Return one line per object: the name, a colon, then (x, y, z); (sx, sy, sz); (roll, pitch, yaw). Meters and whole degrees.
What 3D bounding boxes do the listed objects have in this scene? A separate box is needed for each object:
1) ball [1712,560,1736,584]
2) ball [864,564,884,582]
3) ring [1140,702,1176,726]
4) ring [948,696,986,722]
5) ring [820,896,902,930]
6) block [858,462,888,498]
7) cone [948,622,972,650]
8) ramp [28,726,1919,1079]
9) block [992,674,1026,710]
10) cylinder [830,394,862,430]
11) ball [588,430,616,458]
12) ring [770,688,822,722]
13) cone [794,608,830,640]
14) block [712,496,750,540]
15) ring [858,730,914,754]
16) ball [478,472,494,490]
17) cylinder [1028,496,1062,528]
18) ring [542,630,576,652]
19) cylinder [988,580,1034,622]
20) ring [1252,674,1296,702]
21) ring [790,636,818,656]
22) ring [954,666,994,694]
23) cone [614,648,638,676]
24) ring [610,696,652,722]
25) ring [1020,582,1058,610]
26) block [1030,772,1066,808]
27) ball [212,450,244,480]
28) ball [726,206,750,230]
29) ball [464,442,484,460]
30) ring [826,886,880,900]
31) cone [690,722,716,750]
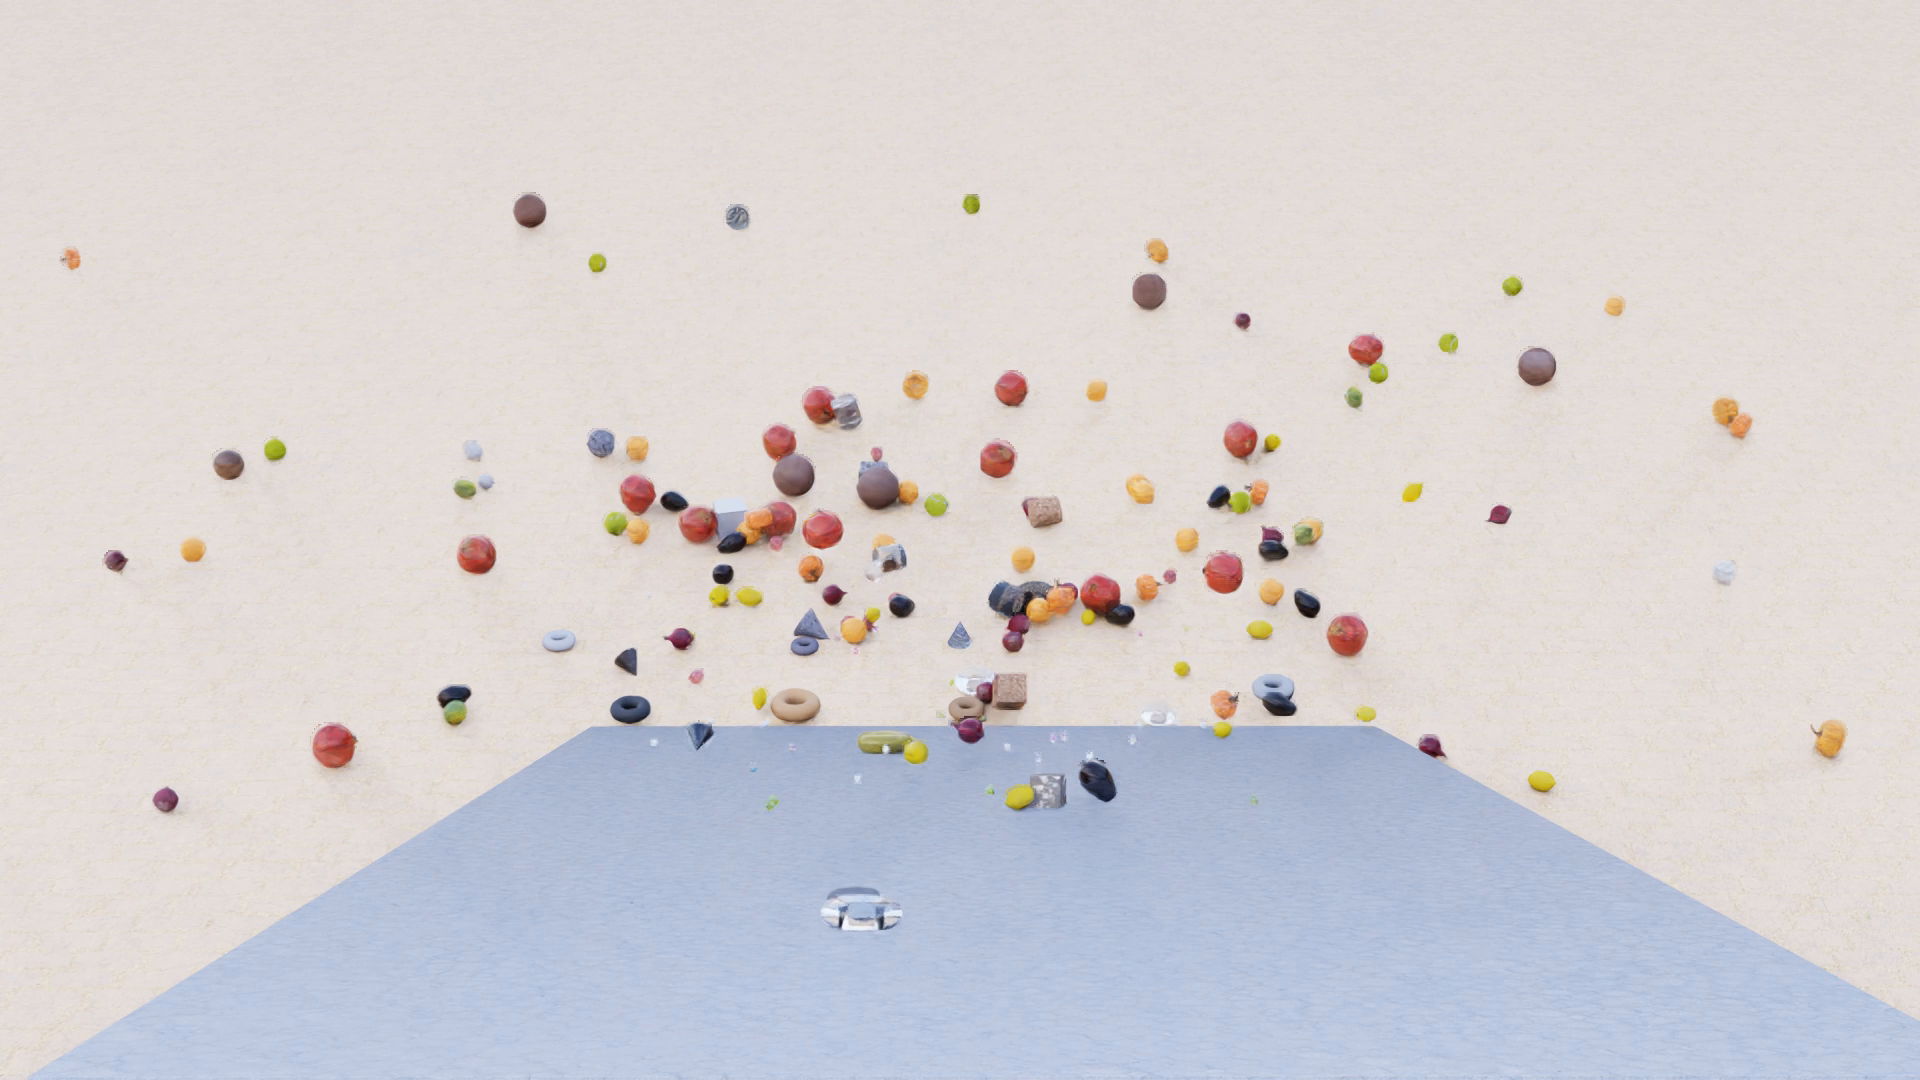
ball: (2.206, 0.091, 7.456); (0.067, 0.067, 0.067); (0, 27, 0)
ball: (-0.249, 0.097, 7.460); (0.053, 0.053, 0.053); (0, 27, 0)
ring: (0.522, 0.458, 6.786); (0.093, 0.031, 0.093); (0, 26, 0)
ring: (0.018, 0.445, 6.810); (0.098, 0.033, 0.098); (1, 27, -1)
ring: (-0.133, 0.506, 3.501); (0.111, 0.037, 0.111); (1, 0, 0)
block: (-0.267, -0.188, 7.979); (0.082, 0.082, 0.082); (2, 27, 4)
cone: (0.000, 0.254, 7.138); (0.071, 0.071, 0.071); (0, 27, 0)
ramp: (0.062, 0.557, 4.594); (2.000, 0.100, 4.000); (0, 1, 0)
block: (0.130, 0.400, 6.807); (0.076, 0.076, 0.076); (3, 71, -8)
cylinder: (-0.369, -0.416, 8.397); (0.084, 0.084, 0.084); (-14, 31, 8)
ball: (-1.139, -0.306, 8.202); (0.088, 0.088, 0.088); (0, 27, 0)
ring: (-0.433, 0.436, 6.815); (0.134, 0.045, 0.134); (1, 26, 0)
cone: (-0.400, 0.251, 7.175); (0.092, 0.092, 0.092); (34, 34, 5)
block: (-0.686, -0.064, 7.729); (0.092, 0.092, 0.092); (-7, 28, -13)
ring: (-0.171, 0.465, 5.935); (0.128, 0.043, 0.128); (-1, 1, 0)
ball: (-1.470, -0.182, 8.003); (0.051, 0.051, 0.051); (0, 27, 0)
cylinder: (0.256, -0.084, 7.780); (0.082, 0.082, 0.082); (-8, 28, -16)
ring: (-1.108, 0.278, 7.135); (0.094, 0.031, 0.094); (-1, 26, 0)
cylinder: (0.145, 0.173, 7.272); (0.091, 0.091, 0.091); (24, 36, 38)
ring: (0.838, 0.396, 6.898); (0.115, 0.038, 0.115); (-2, 28, 1)
ring: (-0.428, 0.292, 7.114); (0.078, 0.026, 0.078); (-1, 28, 0)
ring: (0.041, 0.378, 6.935); (0.112, 0.037, 0.112); (0, 28, 0)
cone: (-0.891, 0.344, 7.006); (0.069, 0.069, 0.069); (-17, 59, -30)
ring: (-0.867, 0.445, 6.806); (0.108, 0.036, 0.108); (0, 29, 0)
ring: (0.216, 0.157, 7.358); (0.123, 0.041, 0.123); (0, 29, 0)
block: (0.166, 0.473, 4.883); (0.058, 0.058, 0.058); (0, 1, 13)
ball: (-2.282, -0.235, 8.057); (0.095, 0.095, 0.095); (0, 27, 0)
ball: (-0.862, -1.248, 10.018); (0.093, 0.093, 0.093); (0, 27, 0)
ball: (-1.542, -0.282, 8.186); (0.059, 0.059, 0.059); (0, 27, 0)
ring: (-0.151, 0.509, 3.663); (0.077, 0.026, 0.077); (-1, 2, 0)
cone: (-0.607, 0.470, 6.004); (0.067, 0.067, 0.067); (8, 54, 15)
